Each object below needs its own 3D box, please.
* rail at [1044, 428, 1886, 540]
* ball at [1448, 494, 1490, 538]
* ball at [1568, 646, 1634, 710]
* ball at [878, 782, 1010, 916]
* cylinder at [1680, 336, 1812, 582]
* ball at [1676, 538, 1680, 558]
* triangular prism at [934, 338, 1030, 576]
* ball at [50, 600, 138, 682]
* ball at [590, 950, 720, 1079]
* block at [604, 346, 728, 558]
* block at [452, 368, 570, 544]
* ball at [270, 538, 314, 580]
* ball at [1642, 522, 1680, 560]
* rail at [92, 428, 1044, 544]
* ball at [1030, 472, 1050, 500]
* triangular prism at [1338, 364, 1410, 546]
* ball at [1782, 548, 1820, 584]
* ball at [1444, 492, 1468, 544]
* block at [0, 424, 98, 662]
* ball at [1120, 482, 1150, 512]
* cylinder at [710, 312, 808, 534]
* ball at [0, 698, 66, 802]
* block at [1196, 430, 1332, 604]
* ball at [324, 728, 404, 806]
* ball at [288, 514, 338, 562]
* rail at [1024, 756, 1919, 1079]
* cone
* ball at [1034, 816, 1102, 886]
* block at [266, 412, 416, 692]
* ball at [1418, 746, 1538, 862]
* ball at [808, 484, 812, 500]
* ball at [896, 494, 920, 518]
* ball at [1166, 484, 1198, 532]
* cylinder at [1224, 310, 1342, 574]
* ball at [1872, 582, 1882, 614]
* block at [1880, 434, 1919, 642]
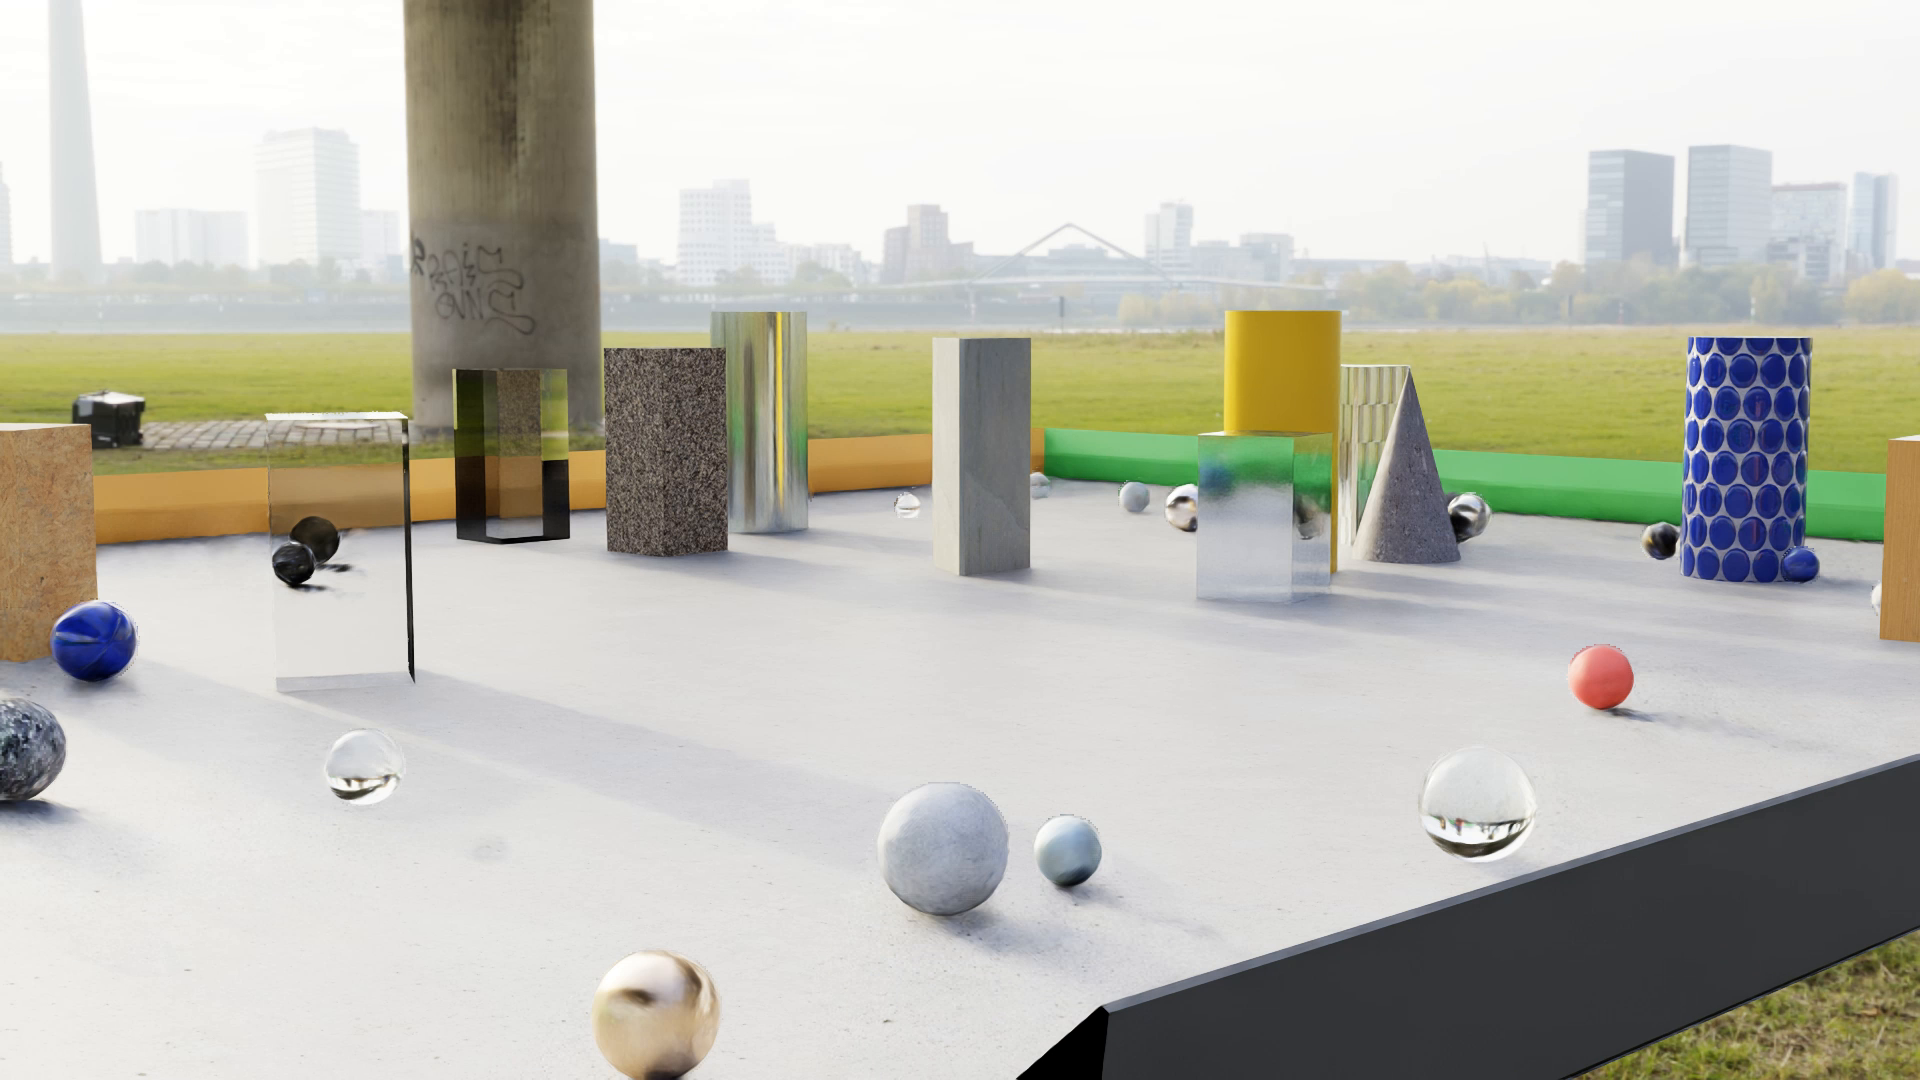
[{"bbox_3d":[1.407,-0.101,4.623,0.045,0.128,3.529,-5,8,-42],"label":"rail"},{"bbox_3d":[0.925,-0.044,3.999,0.080,0.080,0.080,0,6,0],"label":"ball"},{"bbox_3d":[0.718,0.154,2.462,0.070,0.070,0.070,0,6,0],"label":"ball"},{"bbox_3d":[-0.012,0.228,1.624,0.097,0.097,0.097,0,6,0],"label":"ball"},{"bbox_3d":[1.317,-0.140,3.687,0.197,0.400,0.197,0,6,0],"label":"cylinder"},{"bbox_3d":[1.290,0.015,3.877,0.054,0.054,0.054,0,6,0],"label":"ball"},{"bbox_3d":[0.009,-0.149,3.792,0.148,0.398,0.171,6,8,44],"label":"triangular prism"},{"bbox_3d":[-1.042,0.122,2.645,0.097,0.097,0.097,0,6,0],"label":"ball"},{"bbox_3d":[-0.176,0.276,1.276,0.075,0.075,0.075,0,6,0],"label":"ball"},{"bbox_3d":[-0.544,-0.167,4.071,0.158,0.376,0.158,5,8,40],"label":"block"},{"bbox_3d":[-0.874,-0.167,4.283,0.158,0.331,0.158,-6,8,-44],"label":"block"},{"bbox_3d":[-1.101,0.033,3.629,0.070,0.070,0.070,0,6,0],"label":"ball"},{"bbox_3d":[1.256,0.002,3.939,0.067,0.067,0.067,0,6,0],"label":"ball"},{"bbox_3d":[-1.180,-0.100,4.604,3.876,0.128,0.045,-5,8,-42],"label":"rail"},{"bbox_3d":[0.181,-0.127,5.191,0.063,0.063,0.063,0,6,0],"label":"ball"},{"bbox_3d":[0.757,-0.169,4.267,0.171,0.339,0.148,-6,8,-43],"label":"triangular prism"},{"bbox_3d":[1.371,0.042,3.583,0.057,0.057,0.057,0,6,0],"label":"ball"},{"bbox_3d":[0.939,-0.041,4.196,0.099,0.099,0.099,0,6,0],"label":"ball"},{"bbox_3d":[-1.249,-0.001,2.876,0.158,0.294,0.158,1,6,13],"label":"block"},{"bbox_3d":[0.386,-0.095,4.860,0.068,0.068,0.068,0,6,0],"label":"ball"},{"bbox_3d":[-0.409,-0.243,4.479,0.197,0.442,0.197,0,6,0],"label":"cylinder"},{"bbox_3d":[-0.862,0.191,1.995,0.095,0.095,0.095,0,6,0],"label":"ball"},{"bbox_3d":[0.475,-0.039,3.430,0.158,0.254,0.158,4,7,31],"label":"block"},{"bbox_3d":[-0.538,0.205,1.984,0.069,0.069,0.069,0,6,0],"label":"ball"},{"bbox_3d":[-1.151,-0.005,3.913,0.085,0.085,0.085,0,6,0],"label":"ball"},{"bbox_3d":[1.180,0.166,2.060,3.876,0.128,0.045,-5,8,-42],"label":"rail"},{"bbox_3d":[0.806,-0.140,3.959,0.197,0.344,0.197,0,6,0],"label":"cone"},{"bbox_3d":[0.083,0.242,1.708,0.053,0.053,0.053,0,6,0],"label":"ball"},{"bbox_3d":[-0.750,0.009,2.659,0.158,0.318,0.158,-2,6,-18],"label":"block"},{"bbox_3d":[0.418,0.214,1.779,0.094,0.094,0.094,0,6,0],"label":"ball"},{"bbox_3d":[-0.371,-0.106,4.941,0.073,0.073,0.073,0,6,0],"label":"ball"},{"bbox_3d":[-0.111,-0.071,4.714,0.052,0.052,0.052,0,6,0],"label":"ball"},{"bbox_3d":[0.461,-0.064,4.430,0.096,0.096,0.096,0,6,0],"label":"ball"},{"bbox_3d":[0.550,-0.170,3.767,0.197,0.444,0.197,0,6,0],"label":"cylinder"},{"bbox_3d":[1.343,0.085,3.154,0.065,0.065,0.065,0,6,0],"label":"ball"},{"bbox_3d":[1.361,-0.002,2.988,0.158,0.271,0.158,5,8,38],"label":"block"}]
